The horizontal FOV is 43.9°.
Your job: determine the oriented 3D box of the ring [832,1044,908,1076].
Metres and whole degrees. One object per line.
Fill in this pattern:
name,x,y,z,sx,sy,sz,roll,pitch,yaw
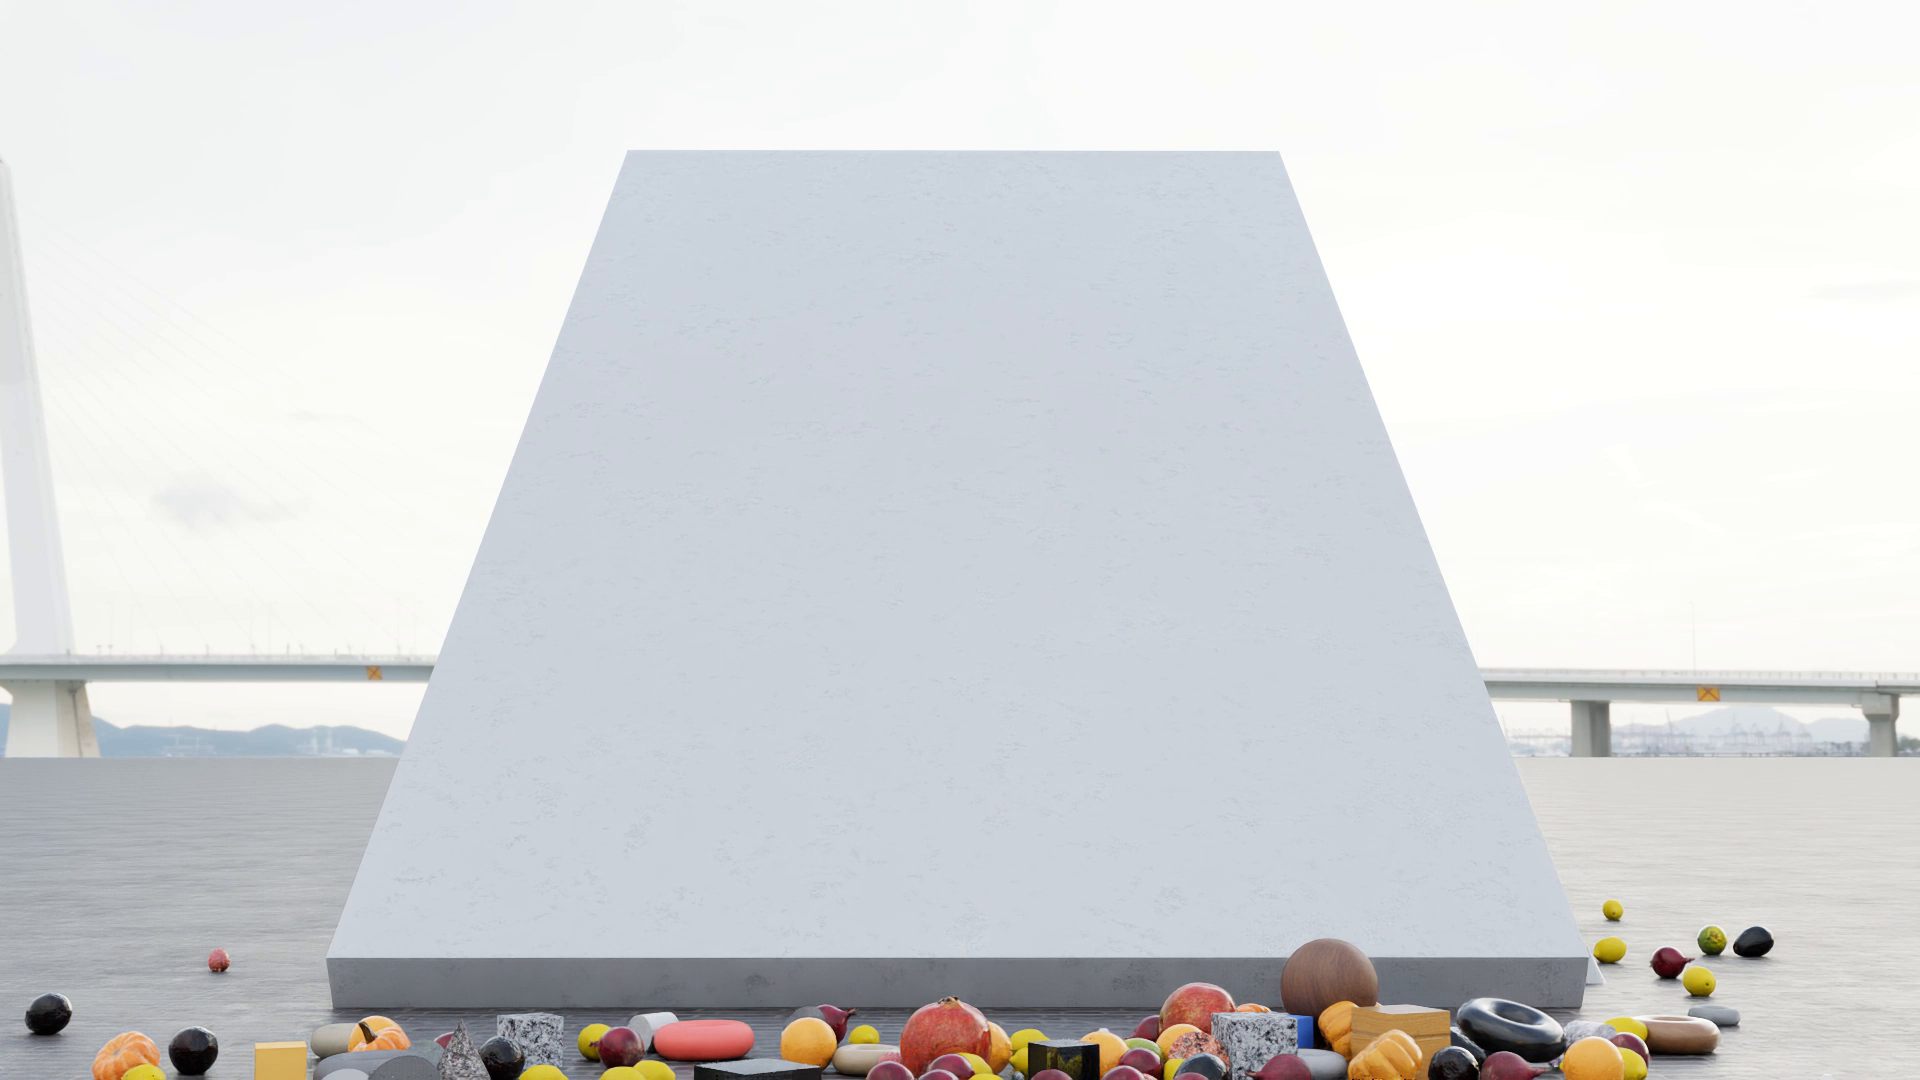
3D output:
ring,-0.115,0.665,3.044,0.098,0.033,0.098,1,-5,0

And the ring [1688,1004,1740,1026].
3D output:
ring,1.136,0.716,3.585,0.077,0.026,0.077,1,-4,0

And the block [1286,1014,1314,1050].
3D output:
block,0.412,0.651,3.086,0.066,0.066,0.066,-4,-7,40

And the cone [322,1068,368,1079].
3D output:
cone,-0.662,0.624,2.593,0.074,0.074,0.074,0,-32,2

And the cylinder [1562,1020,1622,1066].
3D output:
cylinder,0.827,0.660,3.122,0.054,0.054,0.054,3,-6,-28

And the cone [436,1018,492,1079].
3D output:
cone,-0.602,0.621,2.872,0.088,0.088,0.088,0,-5,0

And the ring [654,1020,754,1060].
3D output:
ring,-0.344,0.672,3.202,0.135,0.045,0.135,-1,-6,0

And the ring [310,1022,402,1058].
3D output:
ring,-0.811,0.675,3.202,0.122,0.041,0.122,1,-5,0

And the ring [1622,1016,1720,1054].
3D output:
ring,0.977,0.679,3.271,0.131,0.044,0.131,1,-6,0

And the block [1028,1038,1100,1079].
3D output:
block,0.124,0.632,2.845,0.061,0.061,0.061,3,-6,-33

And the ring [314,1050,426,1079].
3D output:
ring,-0.705,0.641,2.857,0.139,0.046,0.139,-1,-5,0

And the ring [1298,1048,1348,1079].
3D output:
ring,0.440,0.661,2.999,0.095,0.032,0.095,1,-5,0

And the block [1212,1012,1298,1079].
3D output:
block,0.363,0.630,2.939,0.083,0.083,0.083,1,-5,-12

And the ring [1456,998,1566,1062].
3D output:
ring,0.719,0.639,3.106,0.143,0.048,0.143,12,7,-2

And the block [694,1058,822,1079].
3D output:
block,-0.205,0.578,2.402,0.092,0.092,0.092,4,-7,-40

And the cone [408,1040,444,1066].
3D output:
cone,-0.674,0.660,2.961,0.059,0.059,0.059,4,-33,-38

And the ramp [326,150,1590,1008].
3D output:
ramp,-0.011,-0.224,5.562,2.000,0.100,4.000,0,28,0

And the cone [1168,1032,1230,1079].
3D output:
cone,0.284,0.653,2.922,0.076,0.076,0.076,1,-32,-11

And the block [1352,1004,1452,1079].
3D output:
block,0.552,0.631,2.980,0.087,0.087,0.087,2,-6,-26

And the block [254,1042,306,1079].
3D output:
block,-0.815,0.635,2.856,0.058,0.058,0.058,2,-5,-18

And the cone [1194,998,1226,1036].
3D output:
cone,0.364,0.676,3.206,0.086,0.086,0.086,26,3,18

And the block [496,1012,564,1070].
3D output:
block,-0.562,0.655,3.111,0.064,0.064,0.064,4,-6,-36

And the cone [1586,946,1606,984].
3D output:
cone,1.119,0.756,4.249,0.063,0.063,0.063,0,-5,0

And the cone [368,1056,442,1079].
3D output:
cone,-0.580,0.615,2.549,0.097,0.097,0.097,-1,-32,14

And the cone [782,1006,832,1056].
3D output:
cone,-0.194,0.683,3.248,0.072,0.072,0.072,-3,-33,34

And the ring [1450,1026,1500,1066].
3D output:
ring,0.658,0.671,3.154,0.121,0.040,0.121,1,-4,0
